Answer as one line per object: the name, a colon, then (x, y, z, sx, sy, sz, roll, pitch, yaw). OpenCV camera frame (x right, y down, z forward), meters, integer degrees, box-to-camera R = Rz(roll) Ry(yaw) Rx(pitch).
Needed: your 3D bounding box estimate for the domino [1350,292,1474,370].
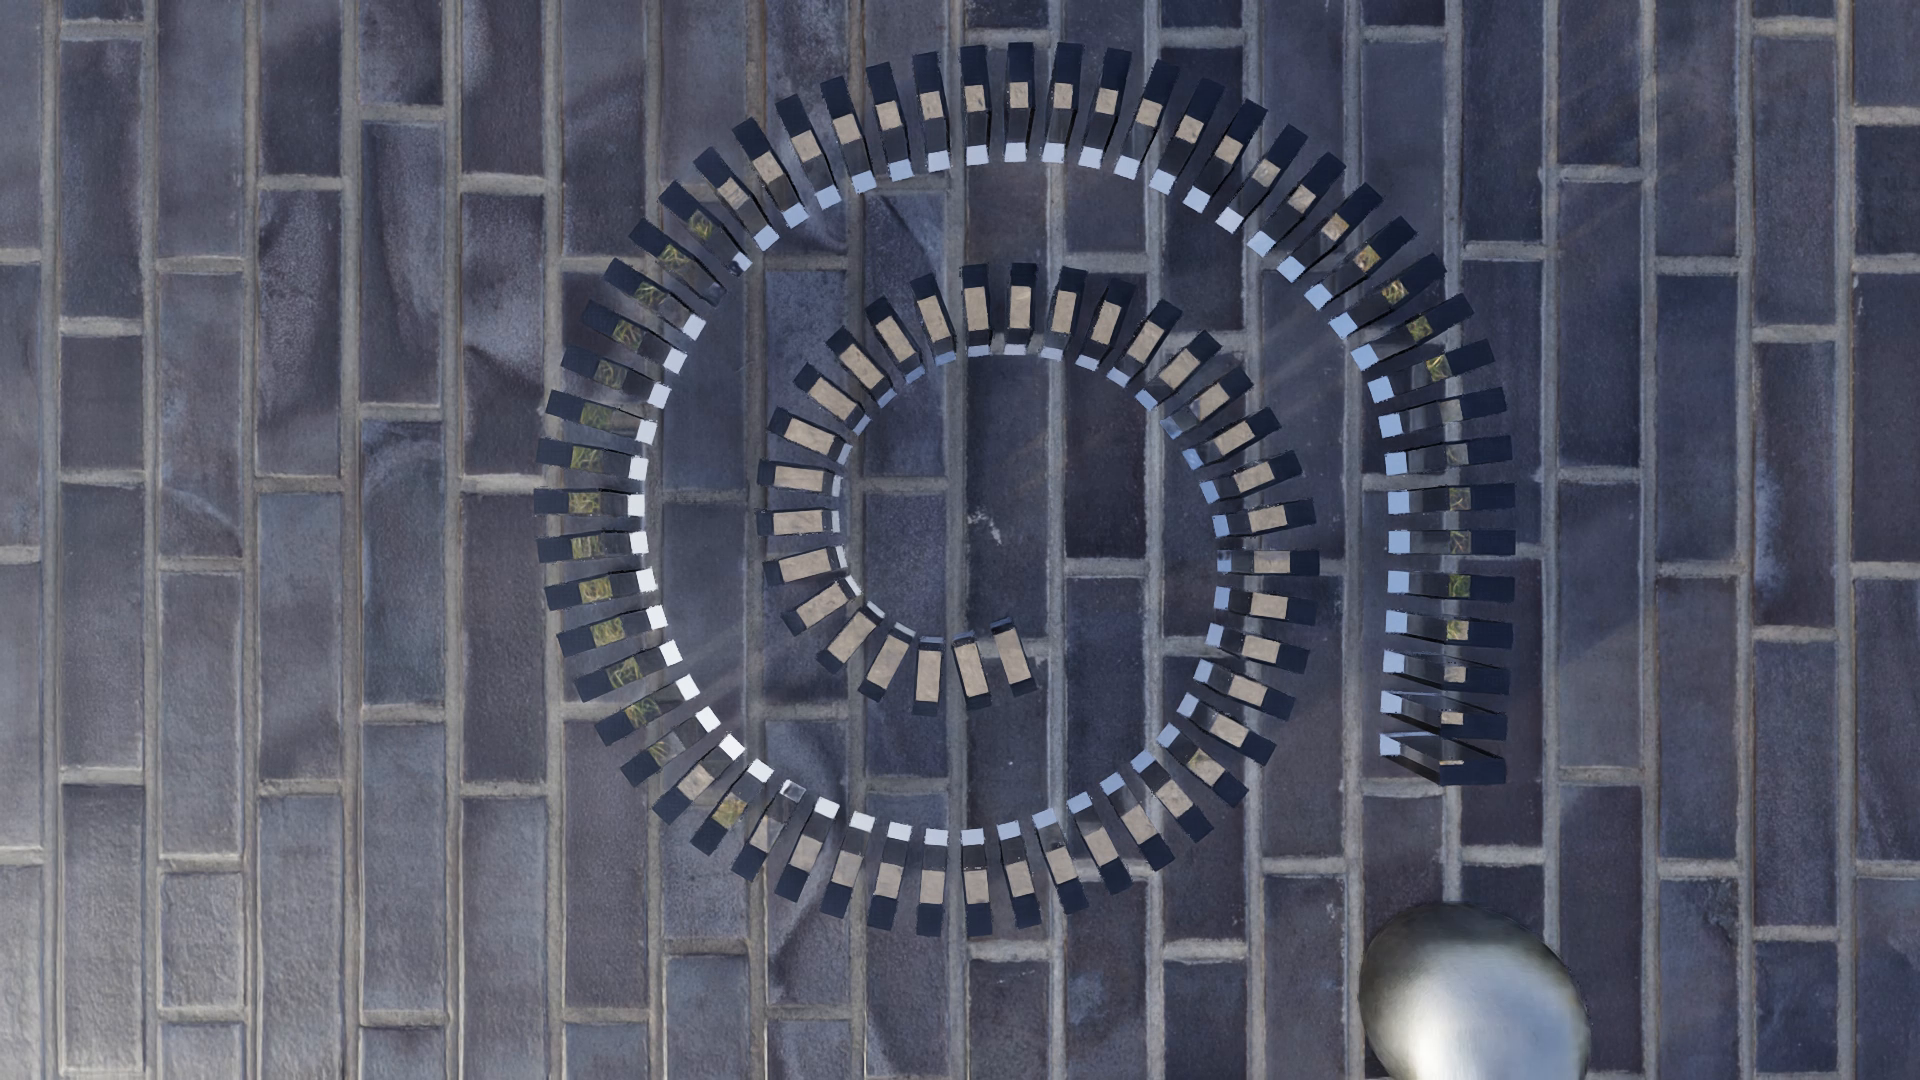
domino: (0.184, -0.084, 0.375, 0.025, 0.050, 0.010, -31, 90, 0)

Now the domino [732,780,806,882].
domino: (-0.078, 0.118, 0.375, 0.009, 0.050, 0.025, 29, 90, 0)

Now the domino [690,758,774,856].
domino: (-0.092, 0.108, 0.375, 0.010, 0.050, 0.025, 36, 90, 0)

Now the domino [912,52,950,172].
domino: (-0.011, -0.174, 0.375, 0.009, 0.050, 0.025, -11, 90, 0)

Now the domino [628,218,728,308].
domino: (-0.114, -0.112, 0.375, 0.025, 0.050, 0.010, 36, 90, 0)

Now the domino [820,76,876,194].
domino: (-0.045, -0.164, 0.375, 0.009, 0.050, 0.025, -20, 90, 0)

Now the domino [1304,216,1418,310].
domino: (0.162, -0.112, 0.375, 0.025, 0.050, 0.010, -43, 90, 0)

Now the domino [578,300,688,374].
domino: (-0.132, -0.082, 0.375, 0.025, 0.050, 0.009, 27, 90, 0)

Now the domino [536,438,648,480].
domino: (-0.149, -0.033, 0.375, 0.025, 0.050, 0.010, 9, 90, 0)

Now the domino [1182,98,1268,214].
domino: (0.107, -0.156, 0.375, 0.010, 0.050, 0.025, 30, 90, 0)

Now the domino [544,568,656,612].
domino: (-0.146, 0.020, 0.375, 0.025, 0.050, 0.010, -14, 90, 0)

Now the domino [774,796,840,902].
domino: (-0.062, 0.125, 0.375, 0.009, 0.050, 0.025, 24, 90, 0)

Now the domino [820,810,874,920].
domino: (-0.045, 0.132, 0.375, 0.010, 0.050, 0.025, 18, 90, 0)

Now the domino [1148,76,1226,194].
domino: (0.092, -0.164, 0.375, 0.009, 0.050, 0.025, 25, 90, 0)

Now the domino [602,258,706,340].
domino: (-0.124, -0.098, 0.375, 0.025, 0.050, 0.009, 31, 90, 0)

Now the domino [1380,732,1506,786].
domino: (0.196, 0.089, 0.375, 0.025, 0.050, 0.010, -2, 90, 0)

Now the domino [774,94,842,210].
domino: (-0.061, -0.157, 0.375, 0.009, 0.050, 0.025, -26, 90, 0)

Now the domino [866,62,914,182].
domino: (-0.028, -0.170, 0.375, 0.009, 0.050, 0.025, -16, 90, 0)

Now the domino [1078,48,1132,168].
domino: (0.059, -0.175, 0.375, 0.009, 0.050, 0.025, 11, 90, 0)

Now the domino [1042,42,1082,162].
domino: (0.041, -0.177, 0.375, 0.010, 0.050, 0.025, 4, 90, 0)

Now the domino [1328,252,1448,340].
domino: (0.174, -0.099, 0.375, 0.025, 0.050, 0.010, -37, 90, 0)

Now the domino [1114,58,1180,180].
domino: (0.076, -0.171, 0.375, 0.009, 0.050, 0.025, 19, 90, 0)

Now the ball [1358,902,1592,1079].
ball: (0.200, 0.185, 0.360, 0.080, 0.080, 0.080, 0, 90, 0)

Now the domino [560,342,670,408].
domino: (-0.140, -0.066, 0.375, 0.025, 0.050, 0.010, 22, 90, 0)

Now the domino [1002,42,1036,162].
domino: (0.024, -0.178, 0.375, 0.009, 0.050, 0.025, -2, 90, 0)

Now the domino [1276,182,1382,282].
domino: (0.150, -0.125, 0.375, 0.010, 0.050, 0.025, 43, 90, 0)

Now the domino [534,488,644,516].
domino: (-0.150, -0.015, 0.375, 0.025, 0.050, 0.010, -1, 90, 0)

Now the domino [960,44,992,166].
domino: (0.006, -0.176, 0.375, 0.010, 0.050, 0.025, -7, 90, 0)

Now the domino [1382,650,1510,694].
domino: (0.197, 0.054, 0.375, 0.025, 0.050, 0.009, 4, 90, 0)

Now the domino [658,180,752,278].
domino: (-0.103, -0.126, 0.375, 0.025, 0.050, 0.009, 42, 90, 0)

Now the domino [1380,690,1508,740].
domino: (0.196, 0.071, 0.375, 0.025, 0.050, 0.009, 3, 90, 0)

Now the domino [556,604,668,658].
domino: (-0.141, 0.037, 0.375, 0.025, 0.050, 0.009, -19, 90, 0)

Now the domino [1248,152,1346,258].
domino: (0.136, -0.136, 0.375, 0.009, 0.050, 0.025, 38, 90, 0)

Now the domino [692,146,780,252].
domino: (-0.091, -0.138, 0.375, 0.010, 0.050, 0.025, -41, 90, 0)

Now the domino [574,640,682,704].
domino: (-0.134, 0.053, 0.375, 0.025, 0.050, 0.010, -24, 90, 0)

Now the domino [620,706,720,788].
domino: (-0.117, 0.084, 0.375, 0.025, 0.050, 0.009, -36, 90, 0)

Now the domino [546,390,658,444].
domino: (-0.145, -0.050, 0.375, 0.025, 0.050, 0.010, 16, 90, 0)

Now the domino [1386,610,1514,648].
domino: (0.199, 0.036, 0.375, 0.025, 0.050, 0.009, 3, 90, 0)

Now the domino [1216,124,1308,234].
domino: (0.122, -0.146, 0.375, 0.010, 0.050, 0.025, 34, 90, 0)

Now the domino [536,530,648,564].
domino: (-0.149, 0.003, 0.375, 0.025, 0.050, 0.010, -8, 90, 0)

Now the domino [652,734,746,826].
domino: (-0.106, 0.097, 0.375, 0.009, 0.050, 0.025, 44, 90, 0)

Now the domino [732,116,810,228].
domino: (-0.077, -0.149, 0.375, 0.010, 0.050, 0.025, -33, 90, 0)

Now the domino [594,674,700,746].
domino: (-0.127, 0.069, 0.375, 0.025, 0.050, 0.009, -29, 90, 0)
